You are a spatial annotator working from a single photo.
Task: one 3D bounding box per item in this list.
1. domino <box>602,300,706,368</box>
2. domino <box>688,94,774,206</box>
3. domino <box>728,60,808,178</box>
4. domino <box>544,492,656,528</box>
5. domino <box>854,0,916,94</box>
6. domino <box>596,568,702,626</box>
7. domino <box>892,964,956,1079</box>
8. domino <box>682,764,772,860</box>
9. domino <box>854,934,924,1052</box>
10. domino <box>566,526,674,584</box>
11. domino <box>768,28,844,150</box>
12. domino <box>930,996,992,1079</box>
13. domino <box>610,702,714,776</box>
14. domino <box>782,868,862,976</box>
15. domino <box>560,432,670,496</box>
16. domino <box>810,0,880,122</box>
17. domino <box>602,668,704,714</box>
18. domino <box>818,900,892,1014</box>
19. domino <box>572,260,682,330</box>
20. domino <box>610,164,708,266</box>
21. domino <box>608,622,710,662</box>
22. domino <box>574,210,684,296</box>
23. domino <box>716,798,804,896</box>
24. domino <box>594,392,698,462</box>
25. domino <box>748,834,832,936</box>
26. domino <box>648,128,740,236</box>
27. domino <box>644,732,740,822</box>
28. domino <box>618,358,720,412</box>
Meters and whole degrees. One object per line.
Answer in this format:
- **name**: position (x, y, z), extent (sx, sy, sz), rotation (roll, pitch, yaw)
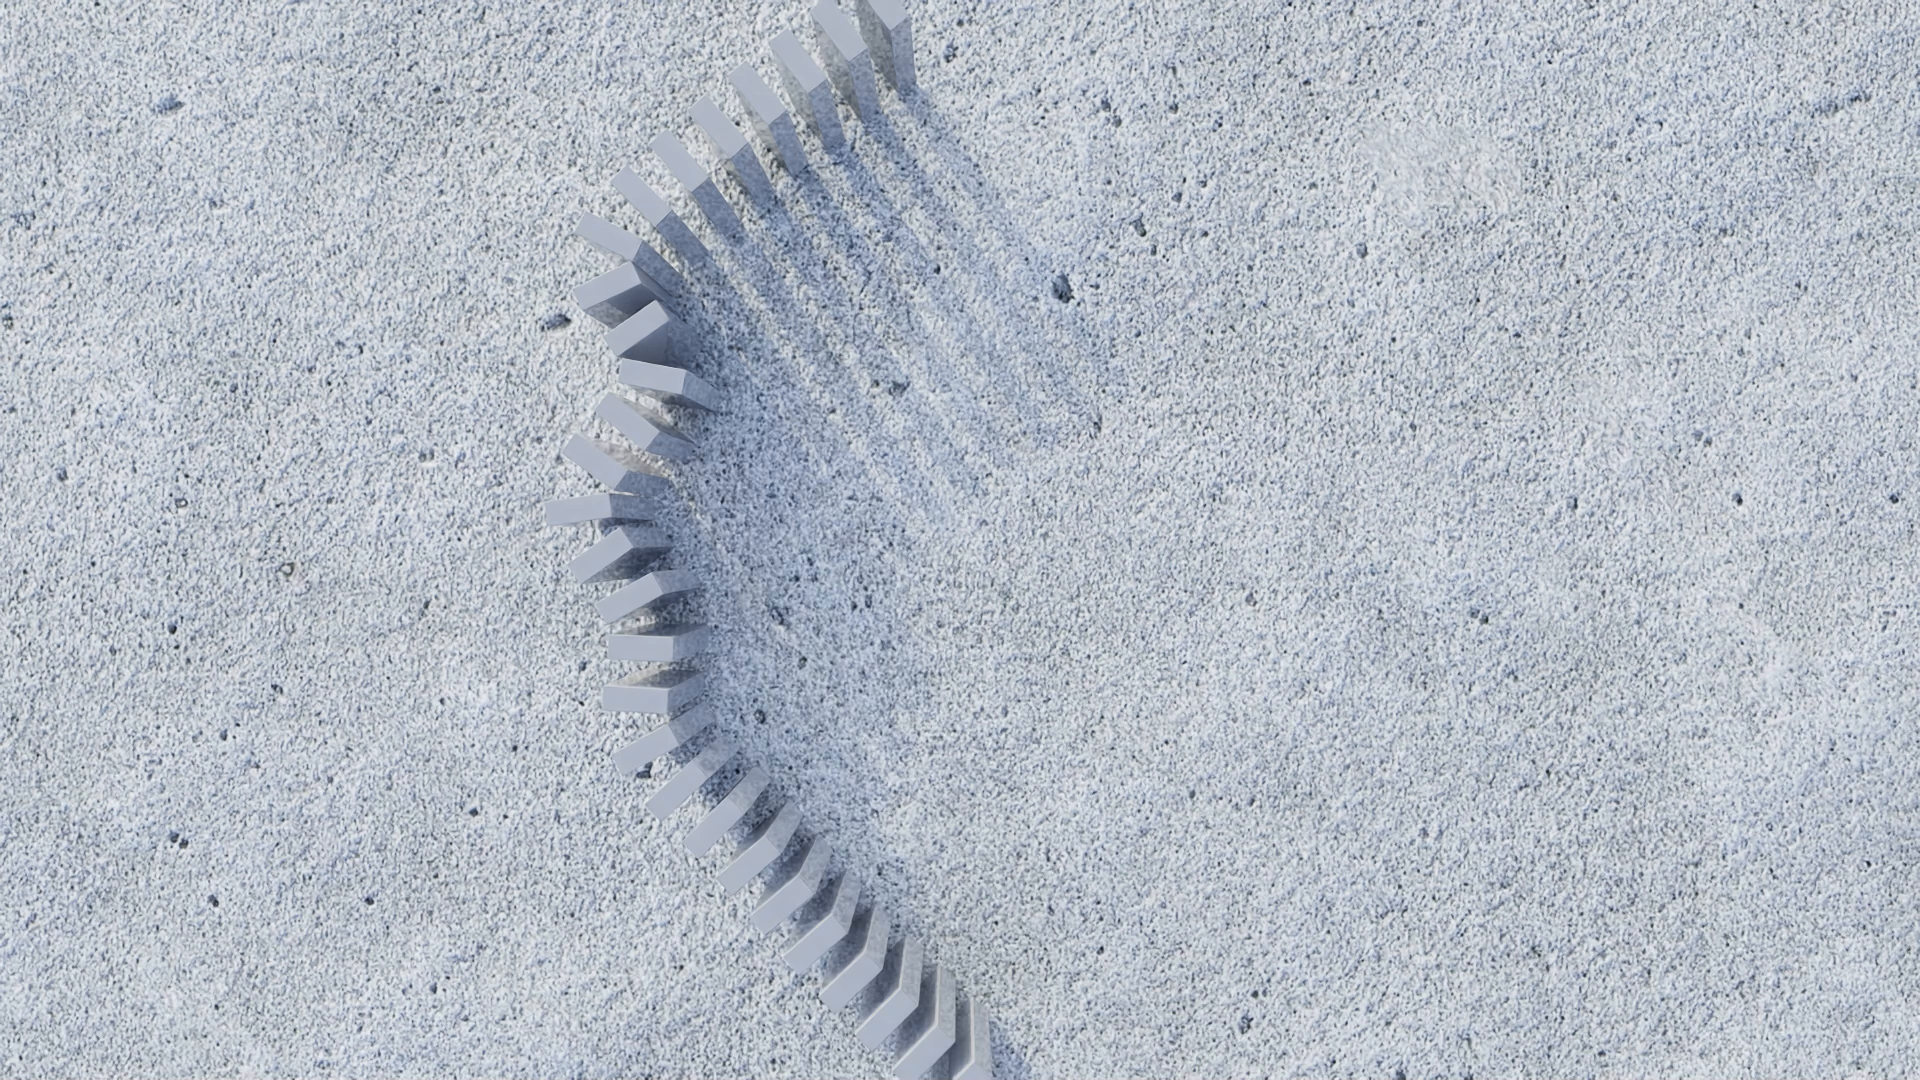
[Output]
- **domino**: position (-0.124, -0.081, 0.375), extent (0.025, 0.050, 0.009), rotation (-35, 90, 0)
- **domino**: position (-0.092, -0.158, 0.375), extent (0.010, 0.050, 0.025), rotation (-42, 90, 0)
- **domino**: position (-0.077, -0.171, 0.375), extent (0.009, 0.050, 0.025), rotation (-39, 90, 0)
- **domino**: position (-0.146, -0.012, 0.375), extent (0.025, 0.050, 0.009), rotation (-8, 90, 0)
- **domino**: position (-0.030, -0.207, 0.375), extent (0.010, 0.050, 0.025), rotation (-37, 90, 0)
- **domino**: position (-0.126, 0.022, 0.375), extent (0.025, 0.050, 0.010), rotation (-29, 90, 0)
- **domino**: position (-0.014, 0.197, 0.375), extent (0.009, 0.050, 0.025), rotation (44, 90, 0)
- **domino**: position (-0.094, 0.110, 0.375), extent (0.009, 0.050, 0.025), rotation (45, 90, 0)
- **domino**: position (-0.028, 0.184, 0.375), extent (0.010, 0.050, 0.025), rotation (45, 90, 0)
- **domino**: position (-0.137, 0.006, 0.375), extent (0.025, 0.050, 0.009), rotation (-35, 90, 0)
- **domino**: position (-0.062, -0.183, 0.375), extent (0.009, 0.050, 0.025), rotation (-38, 90, 0)
- **domino**: position (0.000, 0.211, 0.375), extent (0.009, 0.050, 0.025), rotation (45, 90, 0)
- **domino**: position (-0.120, 0.080, 0.375), extent (0.025, 0.050, 0.010), rotation (-29, 90, 0)
- **domino**: position (-0.055, 0.155, 0.375), extent (0.025, 0.050, 0.010), rotation (-41, 90, 0)
- **domino**: position (-0.140, -0.030, 0.375), extent (0.025, 0.050, 0.009), rotation (35, 90, 0)
- **domino**: position (-0.046, -0.195, 0.375), extent (0.009, 0.050, 0.025), rotation (-37, 90, 0)
- **domino**: position (-0.124, 0.061, 0.375), extent (0.025, 0.050, 0.009), rotation (3, 90, 0)
- **domino**: position (-0.042, 0.169, 0.375), extent (0.025, 0.050, 0.010), rotation (-44, 90, 0)
- **domino**: position (-0.135, -0.097, 0.375), extent (0.025, 0.050, 0.010), rotation (-26, 90, 0)
- **domino**: position (-0.122, -0.132, 0.375), extent (0.025, 0.050, 0.010), rotation (45, 90, 0)
- **domino**: position (-0.122, 0.041, 0.375), extent (0.025, 0.050, 0.010), rotation (3, 90, 0)
- **domino**: position (-0.134, -0.116, 0.375), extent (0.025, 0.050, 0.009), rotation (27, 90, 0)
- **domino**: position (-0.081, 0.125, 0.375), extent (0.025, 0.050, 0.009), rotation (-41, 90, 0)
- **domino**: position (-0.127, -0.045, 0.375), extent (0.025, 0.050, 0.010), rotation (39, 90, 0)
- **domino**: position (-0.068, 0.140, 0.375), extent (0.025, 0.050, 0.010), rotation (-40, 90, 0)
- **domino**: position (-0.107, -0.145, 0.375), extent (0.010, 0.050, 0.025), rotation (-41, 90, 0)
- **domino**: position (-0.108, 0.096, 0.375), extent (0.025, 0.050, 0.010), rotation (-43, 90, 0)
- **domino**: position (-0.118, -0.063, 0.375), extent (0.025, 0.050, 0.009), rotation (11, 90, 0)
